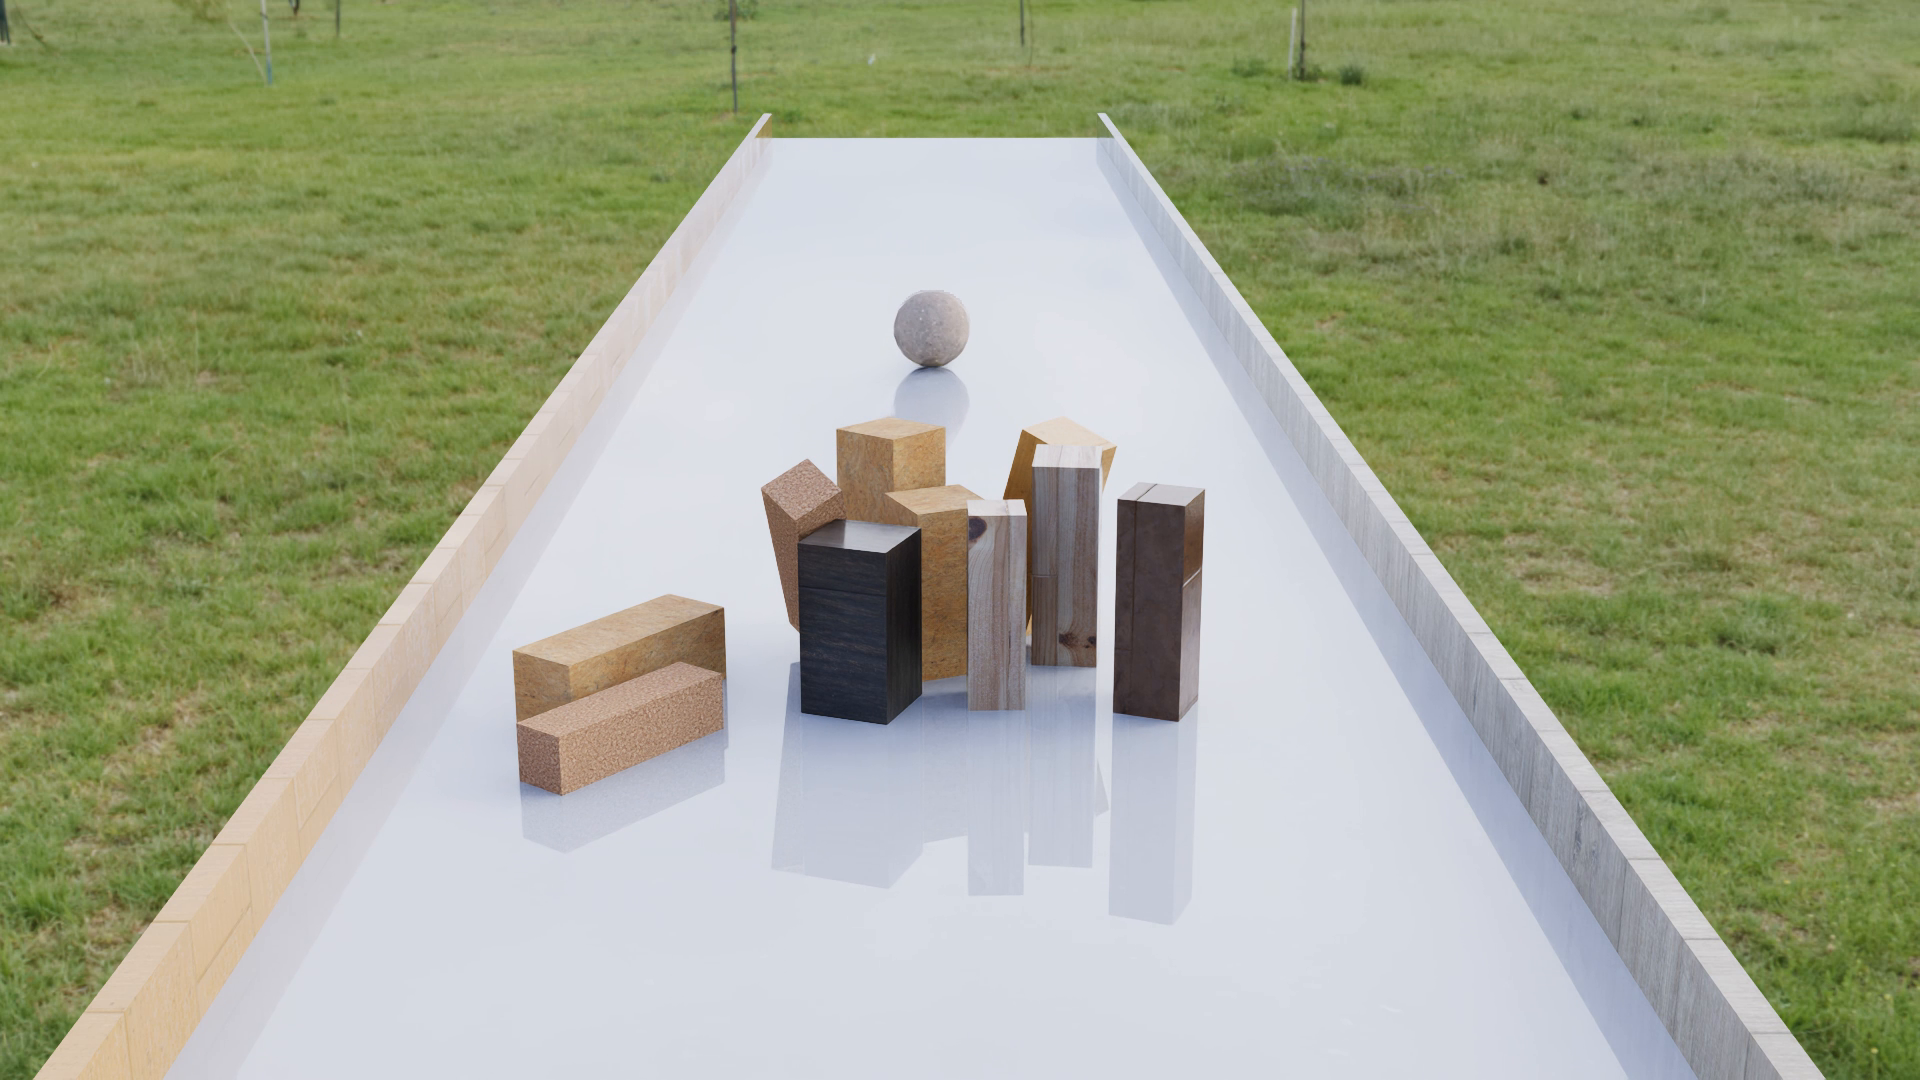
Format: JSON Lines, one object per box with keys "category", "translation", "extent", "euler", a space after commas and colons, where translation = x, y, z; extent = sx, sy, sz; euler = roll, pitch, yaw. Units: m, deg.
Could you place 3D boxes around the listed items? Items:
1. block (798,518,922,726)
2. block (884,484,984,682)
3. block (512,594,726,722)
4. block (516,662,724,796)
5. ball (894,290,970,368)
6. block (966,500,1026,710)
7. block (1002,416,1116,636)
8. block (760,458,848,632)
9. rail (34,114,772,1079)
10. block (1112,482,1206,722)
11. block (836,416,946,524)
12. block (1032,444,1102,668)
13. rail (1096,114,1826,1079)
{"category": "block", "translation": [-0.186, 0.151, 4.135], "extent": [0.175, 0.333, 0.175], "euler": [6, 18, 20]}
{"category": "block", "translation": [-0.042, 0.083, 4.344], "extent": [0.162, 0.342, 0.162], "euler": [-7, 19, -24]}
{"category": "block", "translation": [-0.639, 0.237, 4.174], "extent": [0.147, 0.147, 0.417], "euler": [12, 20, 34]}
{"category": "block", "translation": [-0.601, 0.332, 3.923], "extent": [0.108, 0.108, 0.398], "euler": [12, 21, 36]}
{"category": "ball", "translation": [-0.091, -0.679, 7.082], "extent": [0.244, 0.244, 0.244], "euler": [0, 17, 0]}
{"category": "block", "translation": [0.068, 0.123, 4.143], "extent": [0.107, 0.382, 0.107], "euler": [-1, 17, -2]}
{"category": "block", "translation": [0.173, -0.028, 4.543], "extent": [0.142, 0.419, 0.142], "euler": [32, 31, 29]}
{"category": "block", "translation": [-0.286, 0.038, 4.328], "extent": [0.111, 0.423, 0.111], "euler": [-34, 55, -21]}
{"category": "rail", "translation": [-1.118, -0.838, 7.780], "extent": [0.050, 0.150, 12.000], "euler": [0, 17, -1]}
{"category": "block", "translation": [0.371, 0.115, 4.109], "extent": [0.129, 0.417, 0.129], "euler": [7, 18, 21]}
{"category": "block", "translation": [-0.140, -0.021, 4.534], "extent": [0.158, 0.429, 0.158], "euler": [13, 20, 39]}
{"category": "block", "translation": [0.212, 0.032, 4.365], "extent": [0.130, 0.421, 0.130], "euler": [2, 22, 6]}
{"category": "rail", "translation": [0.932, -0.844, 7.801], "extent": [0.050, 0.150, 12.000], "euler": [0, 17, -1]}
